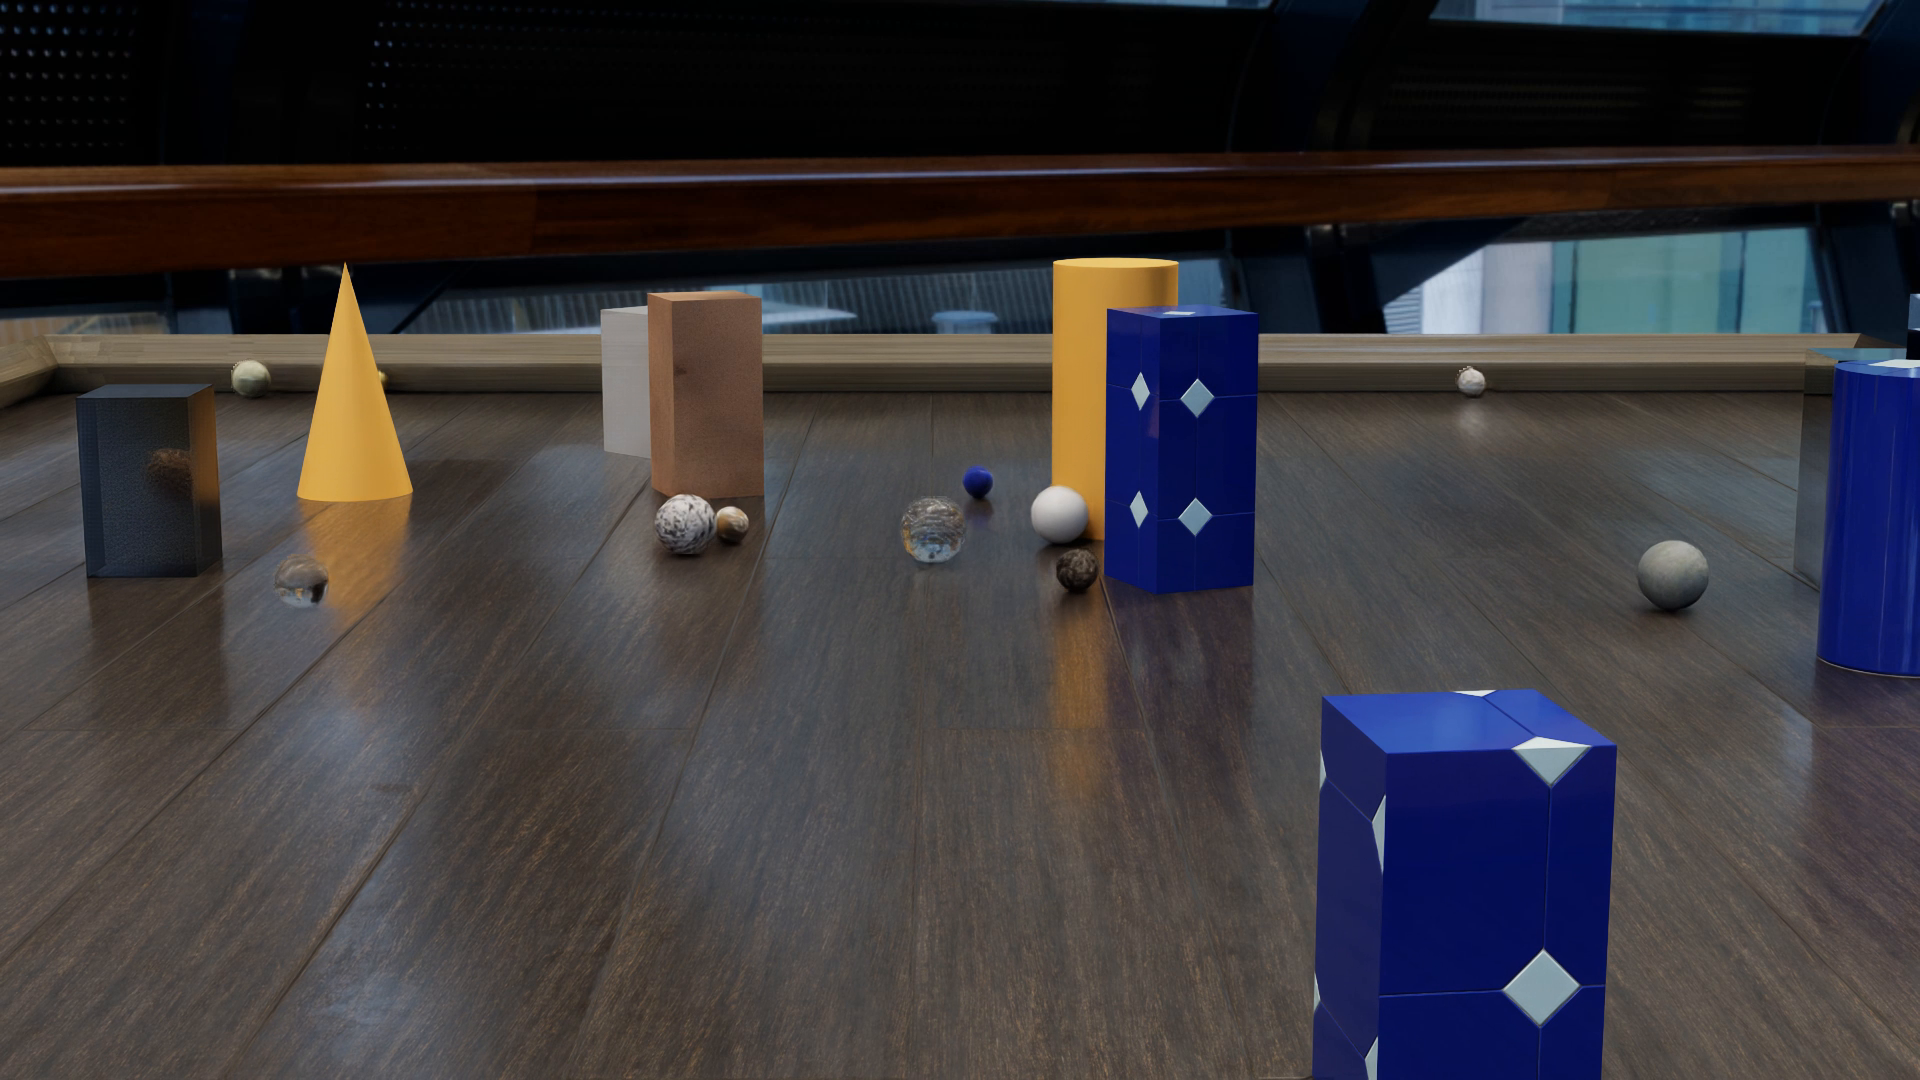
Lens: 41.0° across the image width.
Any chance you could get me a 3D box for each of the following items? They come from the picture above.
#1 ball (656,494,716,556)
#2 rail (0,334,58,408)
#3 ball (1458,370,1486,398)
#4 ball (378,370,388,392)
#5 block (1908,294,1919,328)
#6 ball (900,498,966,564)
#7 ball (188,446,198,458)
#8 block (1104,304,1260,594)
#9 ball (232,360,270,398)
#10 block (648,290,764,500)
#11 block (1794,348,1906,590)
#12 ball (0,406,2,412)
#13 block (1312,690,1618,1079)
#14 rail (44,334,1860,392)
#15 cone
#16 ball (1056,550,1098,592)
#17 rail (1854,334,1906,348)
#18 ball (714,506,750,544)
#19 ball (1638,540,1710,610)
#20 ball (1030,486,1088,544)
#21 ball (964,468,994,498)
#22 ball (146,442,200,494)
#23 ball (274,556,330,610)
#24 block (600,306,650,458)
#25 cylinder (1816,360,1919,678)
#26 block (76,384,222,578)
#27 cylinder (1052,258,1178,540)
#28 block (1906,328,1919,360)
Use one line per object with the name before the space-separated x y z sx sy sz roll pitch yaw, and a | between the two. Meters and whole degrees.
ball | -0.412 -0.023 3.853 0.092 0.092 0.092 0 11 0
rail | -2.022 0.035 3.437 0.045 0.127 4.753 0 11 0
ball | 1.133 -0.347 5.682 0.062 0.062 0.062 0 11 0
ball | -1.303 -0.352 5.729 0.053 0.053 0.053 0 11 0
block | 1.577 -0.197 4.039 0.156 0.365 0.156 2 11 13
ball | -0.040 -0.014 3.787 0.098 0.098 0.098 0 11 0
ball | -1.403 -0.148 4.644 0.048 0.048 0.048 0 11 0
block | 0.312 -0.132 3.637 0.156 0.385 0.156 -5 12 -24
ball | -1.566 -0.355 5.671 0.082 0.082 0.082 0 11 0
block | -0.437 -0.251 4.404 0.156 0.338 0.156 -4 11 -21
block | 1.288 -0.100 3.627 0.156 0.325 0.156 0 11 2
ball | -2.014 -0.272 5.330 0.042 0.042 0.042 0 11 0
block | 0.345 0.263 1.781 0.156 0.285 0.156 -1 11 -7
rail | -0.014 -0.396 5.762 4.092 0.127 0.045 0 11 0
cone | -1.043 -0.277 4.389 0.195 0.396 0.195 0 11 0
ball | 0.164 0.042 3.590 0.059 0.059 0.059 0 11 0
rail | 2.022 0.031 3.460 0.045 0.127 4.753 0 11 0
ball | -0.353 -0.023 3.947 0.057 0.057 0.057 0 11 0
ball | 0.964 0.047 3.466 0.094 0.094 0.094 0 11 0
ball | 0.153 -0.040 3.946 0.090 0.090 0.090 0 11 0
ball | 0.031 -0.099 4.369 0.051 0.051 0.051 0 11 0
ball | -1.350 -0.123 4.398 0.089 0.089 0.089 0 11 0
ball | -0.890 0.058 3.470 0.073 0.073 0.073 0 11 0
block | -0.568 -0.303 4.872 0.156 0.270 0.156 10 14 43
cylinder | 1.164 -0.030 3.147 0.195 0.362 0.195 0 11 0
block | -1.179 -0.088 3.740 0.156 0.260 0.156 0 11 -3
cylinder | 0.243 -0.225 4.035 0.195 0.422 0.195 0 11 0
block | 1.339 -0.078 3.341 0.156 0.386 0.156 -5 12 -24
